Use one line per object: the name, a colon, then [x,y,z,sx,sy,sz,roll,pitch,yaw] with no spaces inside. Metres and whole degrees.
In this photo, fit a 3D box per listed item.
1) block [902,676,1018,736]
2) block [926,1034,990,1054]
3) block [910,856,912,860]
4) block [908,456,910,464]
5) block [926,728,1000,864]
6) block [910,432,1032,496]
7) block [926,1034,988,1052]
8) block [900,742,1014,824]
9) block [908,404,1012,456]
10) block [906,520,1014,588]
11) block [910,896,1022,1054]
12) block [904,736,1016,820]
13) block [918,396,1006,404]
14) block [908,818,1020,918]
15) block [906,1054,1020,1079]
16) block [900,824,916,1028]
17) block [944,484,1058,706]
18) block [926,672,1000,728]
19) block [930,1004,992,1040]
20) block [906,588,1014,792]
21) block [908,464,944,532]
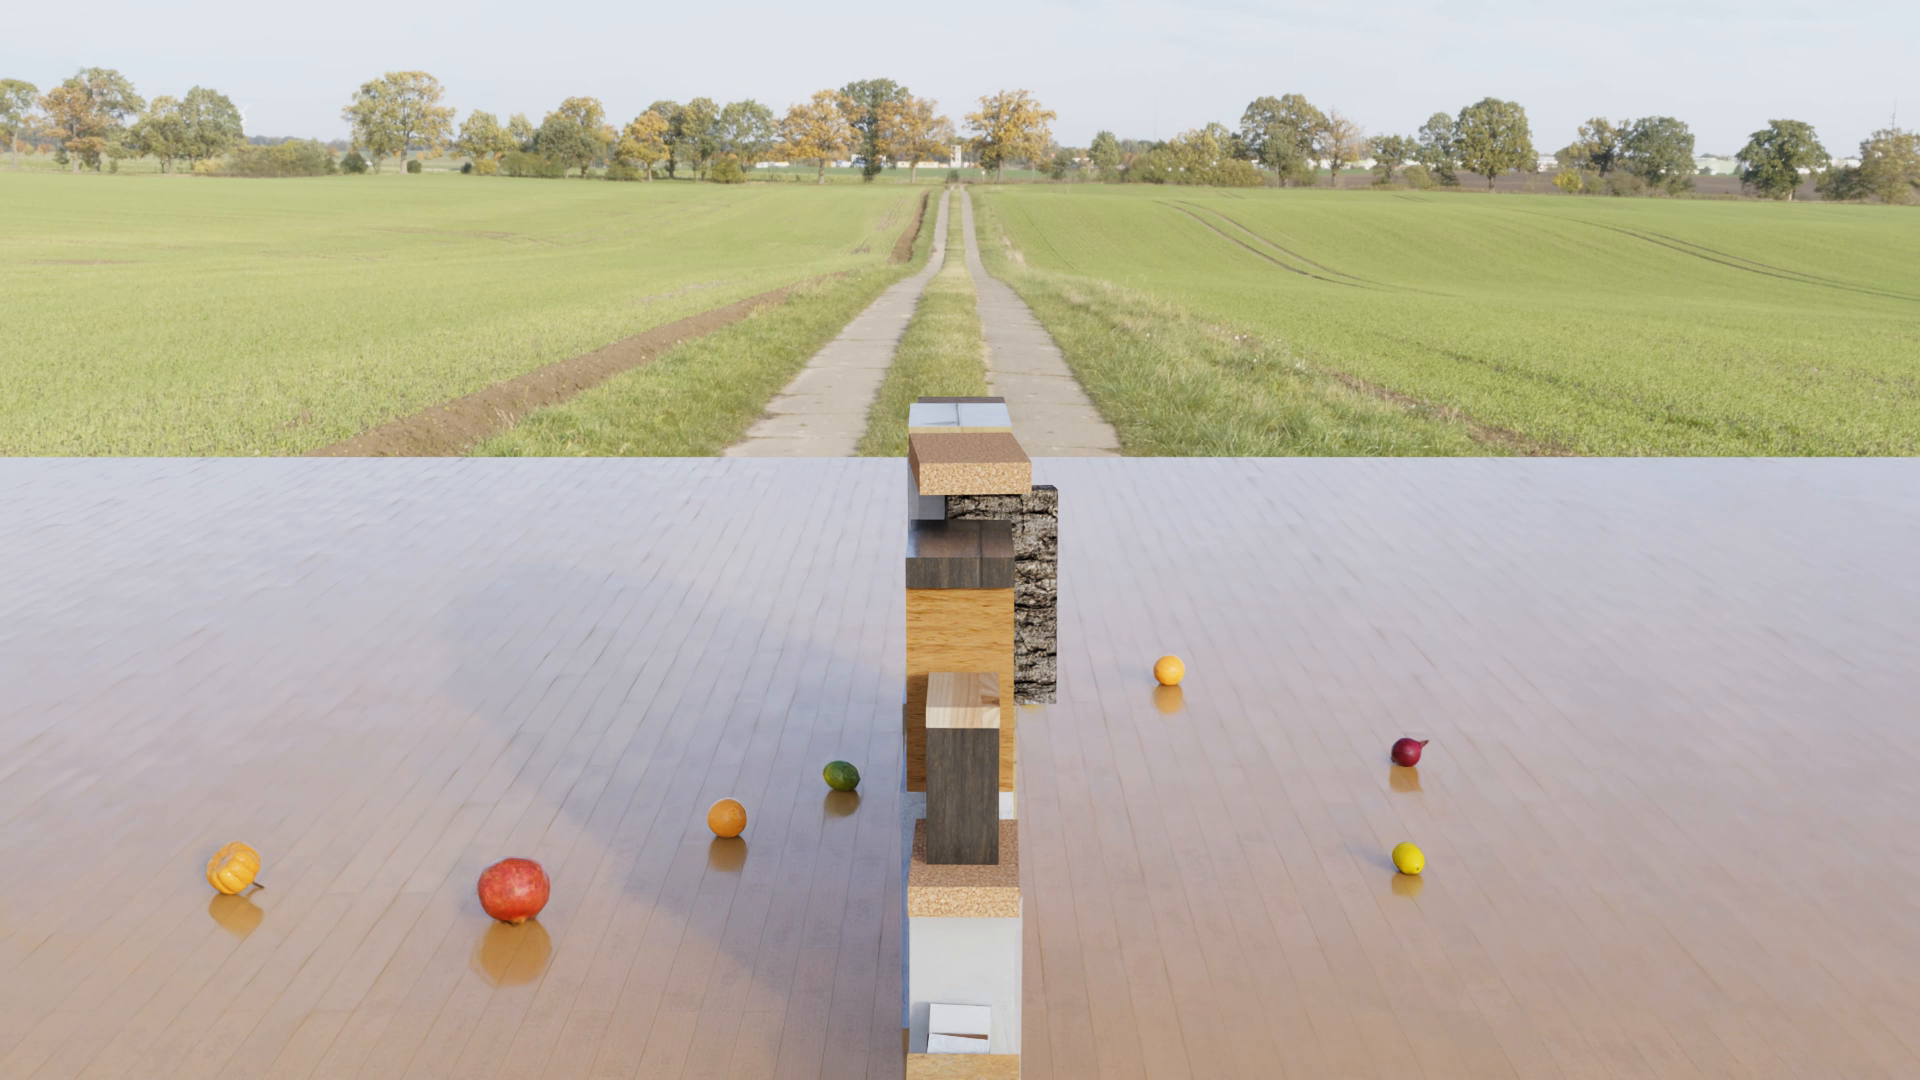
block: [0.000,0.240,3.504,0.175,0.049,0.349,0,11,0]
block: [-0.010,0.694,2.727,0.077,0.154,0.022,5,-32,6]
block: [0.003,0.569,3.013,0.140,0.280,0.040,0,10,0]
block: [0.001,0.022,3.626,0.167,0.334,0.047,-2,7,-13]
block: [0.004,0.325,2.833,0.094,0.187,0.027,0,10,1]
block: [0.012,-0.120,3.380,0.164,0.047,0.328,-1,11,-4]
block: [-0.005,0.696,2.751,0.077,0.154,0.022,0,-33,3]
block: [-0.004,0.340,3.181,0.156,0.044,0.312,0,11,0]
block: [-0.002,-0.188,3.710,0.167,0.047,0.334,0,10,-1]
block: [0.000,0.017,3.086,0.146,0.041,0.292,0,11,0]
block: [0.007,0.598,2.860,0.140,0.280,0.040,3,10,15]
block: [0.000,0.457,3.426,0.175,0.349,0.049,0,11,0]
block: [0.003,-0.221,4.046,0.164,0.046,0.328,0,11,0]
block: [0.007,0.429,2.893,0.140,0.040,0.280,0,10,1]
block: [0.002,0.703,2.593,0.138,0.039,0.275,0,22,1]
block: [-0.005,0.535,3.112,0.156,0.312,0.044,0,11,0]
block: [0.061,0.085,3.307,0.164,0.328,0.047,-1,11,-8]
block: [0.005,0.208,2.875,0.094,0.027,0.187,0,10,0]
block: [-0.002,0.673,2.809,0.077,0.154,0.022,1,-11,7]
block: [0.000,0.199,3.021,0.146,0.292,0.041,0,11,0]
block: [0.001,0.044,3.524,0.164,0.329,0.047,0,11,0]
